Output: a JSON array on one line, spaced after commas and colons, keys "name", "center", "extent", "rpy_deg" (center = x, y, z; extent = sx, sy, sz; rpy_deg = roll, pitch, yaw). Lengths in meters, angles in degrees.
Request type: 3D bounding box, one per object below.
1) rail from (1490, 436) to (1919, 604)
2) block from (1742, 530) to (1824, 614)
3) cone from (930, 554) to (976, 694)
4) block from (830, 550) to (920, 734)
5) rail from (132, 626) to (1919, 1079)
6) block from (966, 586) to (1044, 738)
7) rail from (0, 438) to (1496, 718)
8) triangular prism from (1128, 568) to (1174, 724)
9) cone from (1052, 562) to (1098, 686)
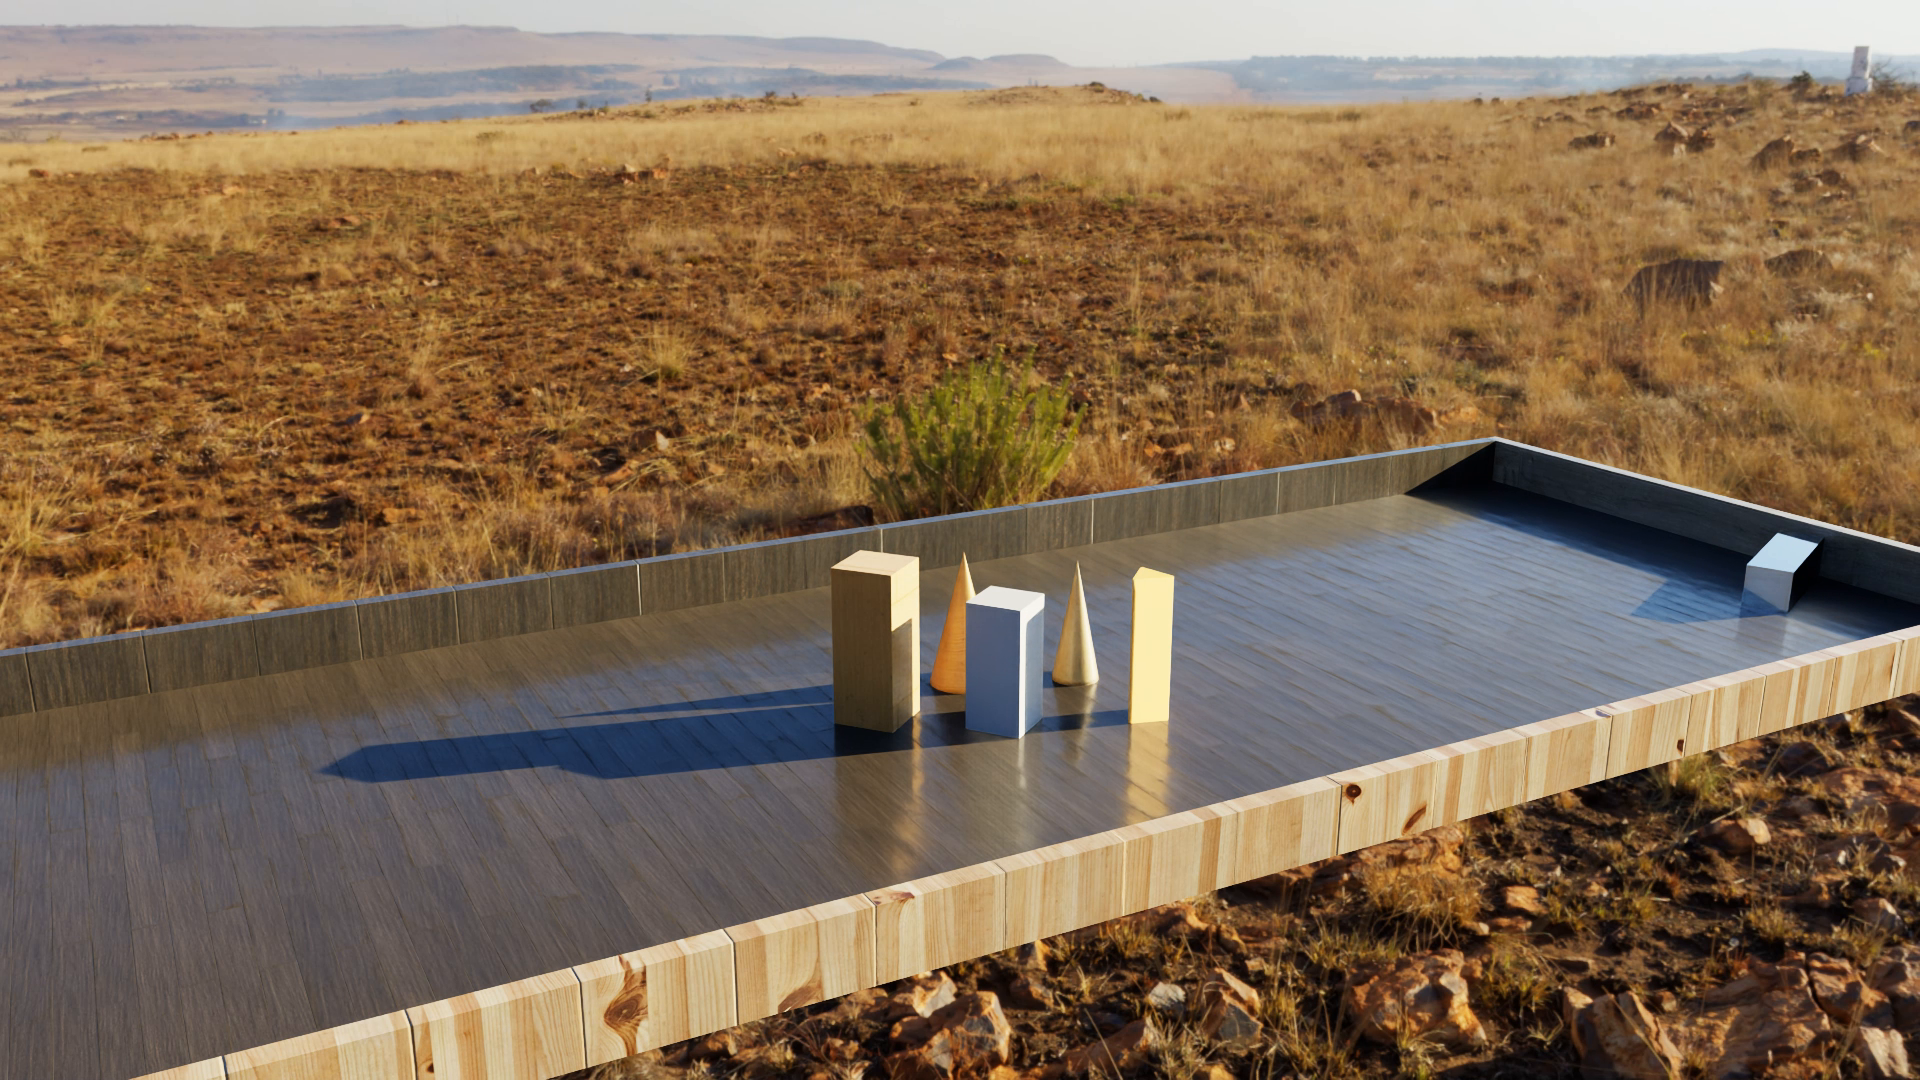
[{"name": "rail", "center": [2.466, -0.048, 5.253], "extent": [0.050, 0.150, 2.100], "rpy_deg": [-9, 18, -27]}, {"name": "block", "center": [2.416, 0.089, 4.836], "extent": [0.122, 0.122, 0.445], "rpy_deg": [12, 20, 35]}, {"name": "cone", "center": [0.010, 0.192, 4.097], "extent": [0.172, 0.341, 0.172], "rpy_deg": [0, 16, 0]}, {"name": "block", "center": [-0.196, 0.236, 3.871], "extent": [0.152, 0.384, 0.152], "rpy_deg": [7, 18, 22]}, {"name": "rail", "center": [-2.336, 1.006, 1.665], "extent": [12.000, 0.150, 0.050], "rpy_deg": [-9, 18, -27]}, {"name": "block", "center": [0.104, 0.283, 3.841], "extent": [0.137, 0.311, 0.137], "rpy_deg": [8, 18, 25]}, {"name": "rail", "center": [-3.305, 0.497, 3.399], "extent": [12.000, 0.150, 0.050], "rpy_deg": [-9, 18, -27]}, {"name": "triangular prism", "center": [0.436, 0.246, 3.885], "extent": [0.098, 0.356, 0.085], "rpy_deg": [-4, 17, -12]}, {"name": "cone", "center": [0.291, 0.199, 4.129], "extent": [0.120, 0.310, 0.120], "rpy_deg": [0, 16, 0]}]
